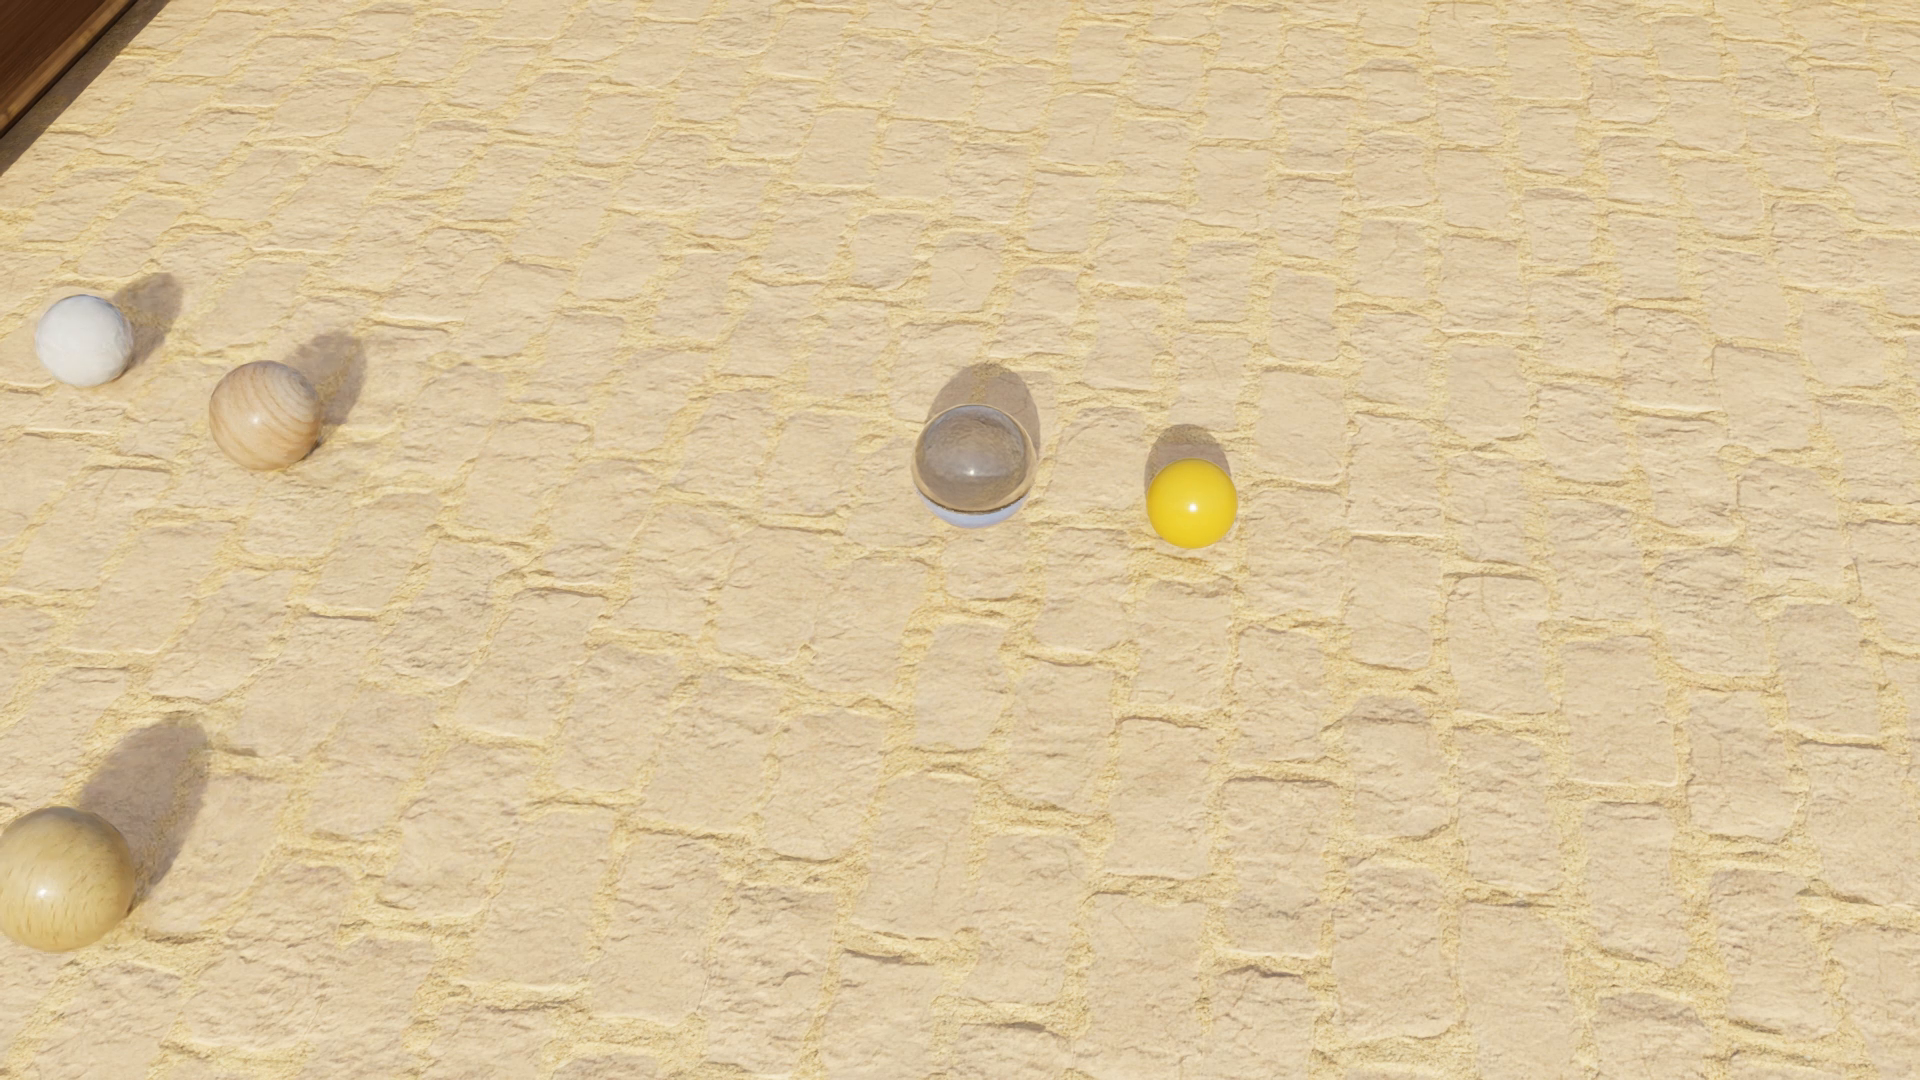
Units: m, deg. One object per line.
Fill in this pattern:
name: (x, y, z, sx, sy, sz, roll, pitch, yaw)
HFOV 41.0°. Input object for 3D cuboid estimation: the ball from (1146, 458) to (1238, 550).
ball: (0.164, -0.026, 1.812, 0.065, 0.065, 0.065, 0, 35, 0)

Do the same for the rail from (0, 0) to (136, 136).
rail: (-0.936, -0.093, 1.855, 0.045, 0.123, 2.283, 5, 35, 6)

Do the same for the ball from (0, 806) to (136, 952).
ball: (-0.520, 0.196, 1.482, 0.084, 0.084, 0.084, 0, 35, 0)

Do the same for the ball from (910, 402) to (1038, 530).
ball: (0.010, -0.052, 1.828, 0.090, 0.090, 0.090, 0, 35, 0)

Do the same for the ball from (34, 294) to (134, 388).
ball: (-0.678, -0.154, 1.988, 0.073, 0.073, 0.073, 0, 35, 0)

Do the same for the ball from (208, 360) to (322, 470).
ball: (-0.512, -0.092, 1.892, 0.081, 0.081, 0.081, 0, 35, 0)
